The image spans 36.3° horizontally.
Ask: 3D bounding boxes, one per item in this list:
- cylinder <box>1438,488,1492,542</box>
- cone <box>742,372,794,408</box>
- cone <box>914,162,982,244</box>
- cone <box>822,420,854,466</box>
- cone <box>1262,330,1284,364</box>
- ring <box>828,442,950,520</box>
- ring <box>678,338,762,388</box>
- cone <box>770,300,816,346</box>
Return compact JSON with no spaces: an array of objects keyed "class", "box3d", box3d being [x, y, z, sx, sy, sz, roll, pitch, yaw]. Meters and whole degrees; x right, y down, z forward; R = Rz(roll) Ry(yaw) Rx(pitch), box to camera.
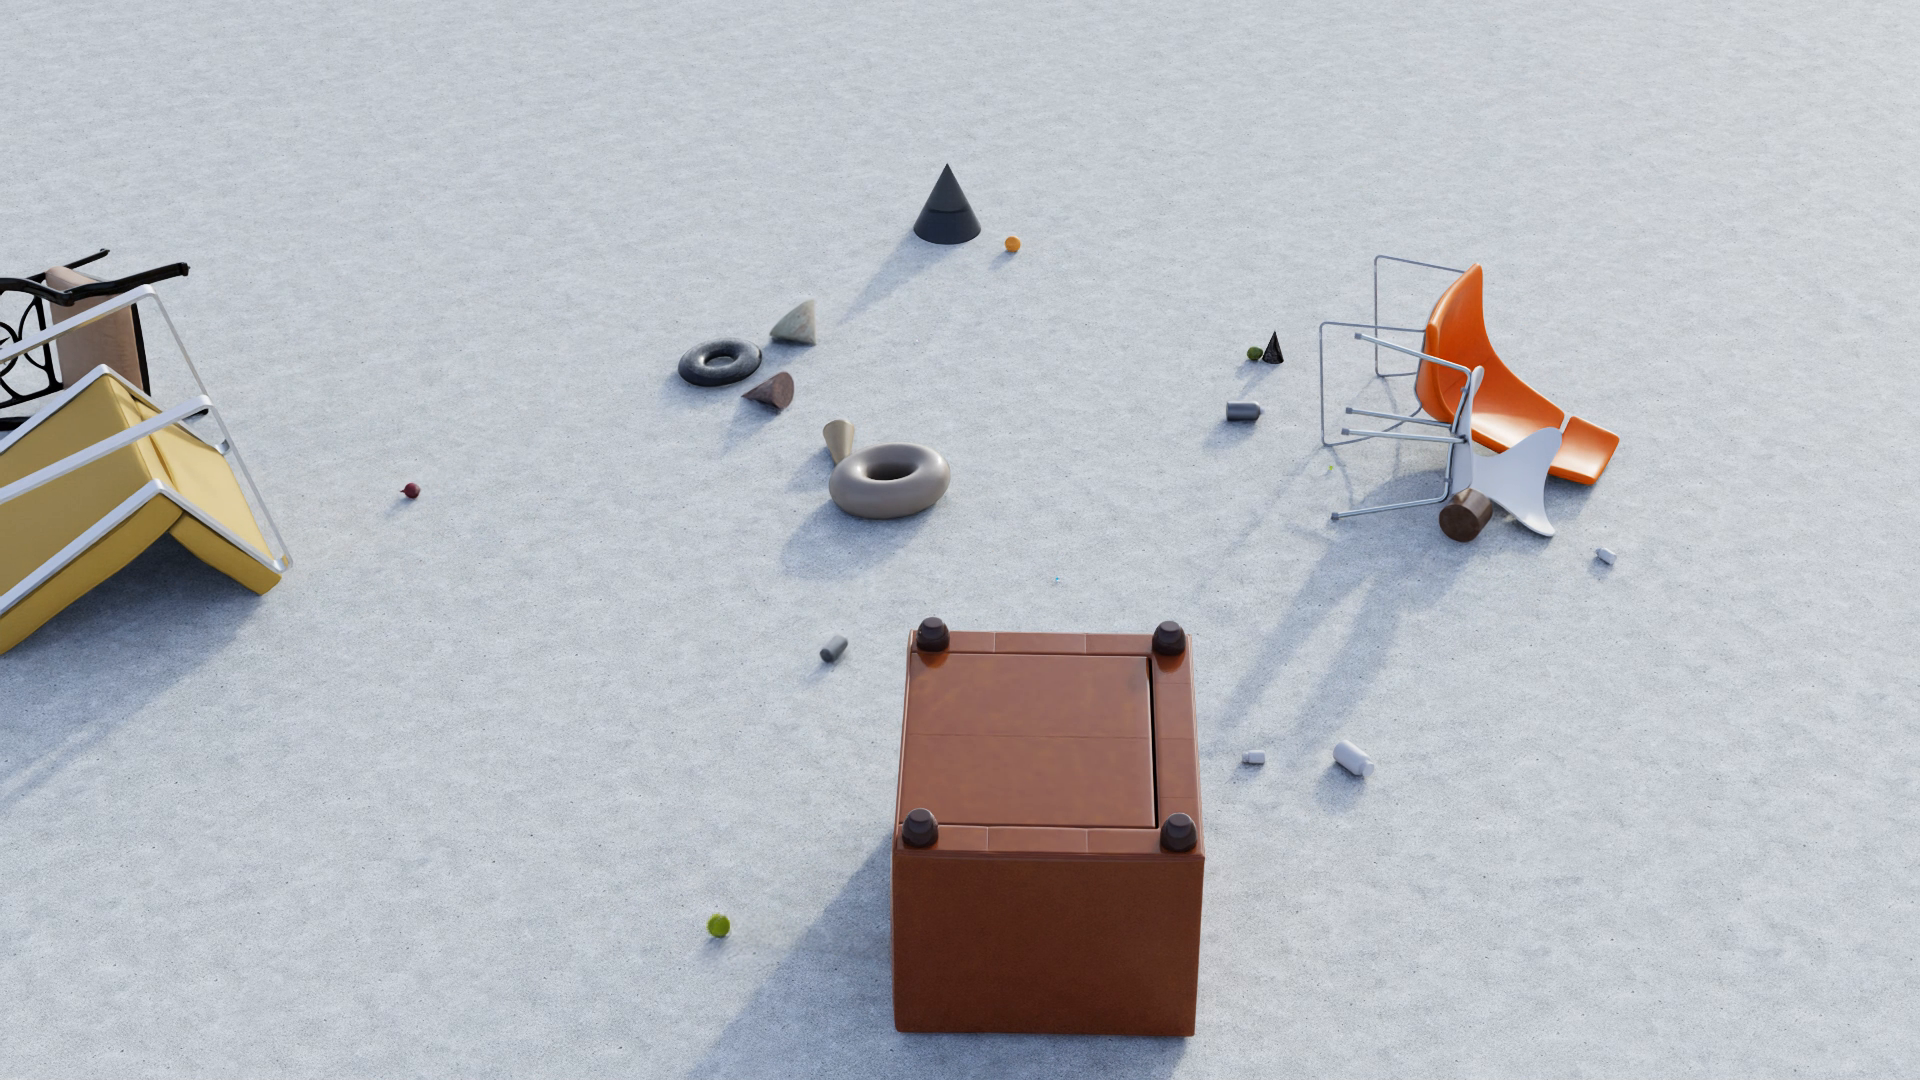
[{"class":"cylinder","box3d":[1.888,-0.093,10.942,0.162,0.158,0.132,13,35,28]},{"class":"cone","box3d":[-0.796,-0.589,11.777,0.201,0.140,0.192,-7,20,26]},{"class":"cone","box3d":[-0.056,-1.525,12.966,0.303,0.323,0.326,-2,33,-3]},{"class":"cone","box3d":[-0.459,-0.313,11.365,0.128,0.122,0.325,-21,43,12]},{"class":"cone","box3d":[1.288,-0.802,12.033,0.092,0.142,0.074,11,35,16]},{"class":"ring","box3d":[-0.267,-0.227,11.152,0.479,0.154,0.385,-15,37,-19]},{"class":"ring","box3d":[-0.981,-0.728,11.991,0.314,0.066,0.389,21,38,28]},{"class":"cone","box3d":[-0.648,-0.865,12.181,0.157,0.200,0.262,48,49,8]}]
